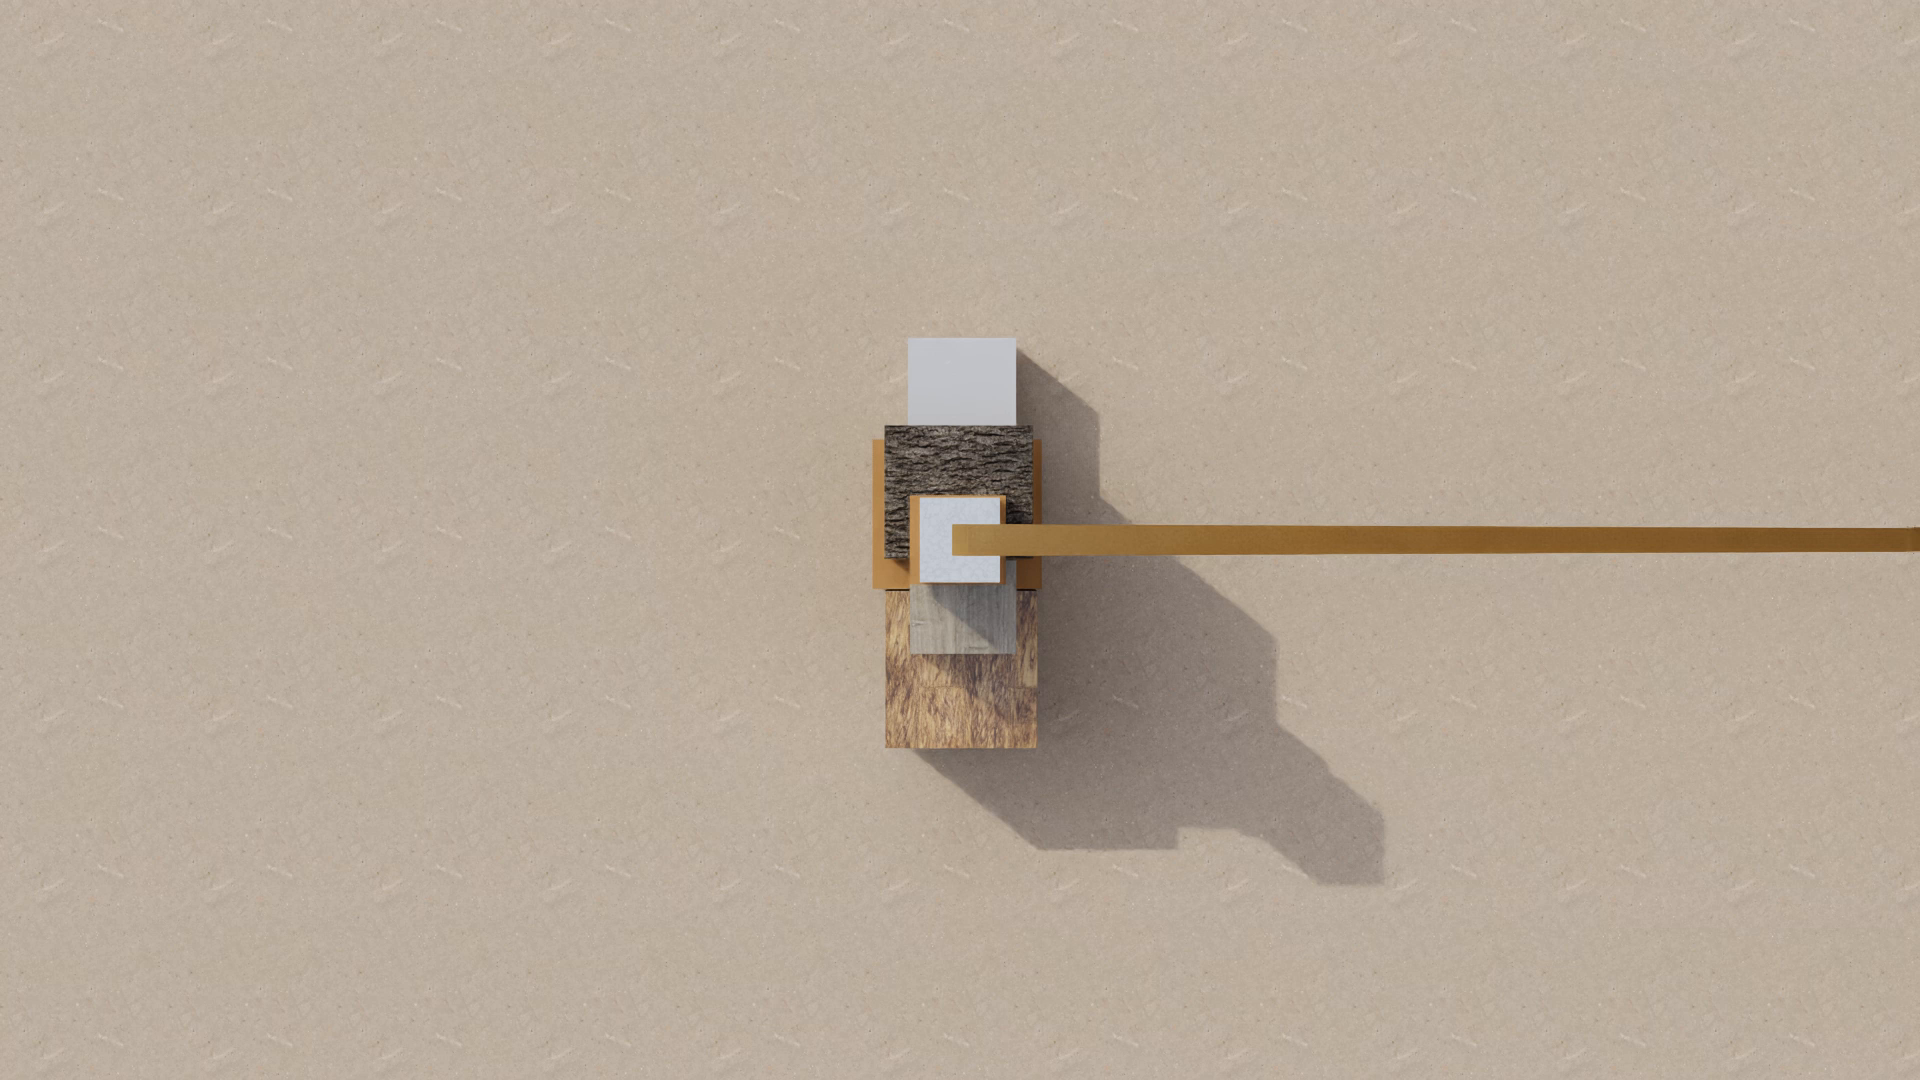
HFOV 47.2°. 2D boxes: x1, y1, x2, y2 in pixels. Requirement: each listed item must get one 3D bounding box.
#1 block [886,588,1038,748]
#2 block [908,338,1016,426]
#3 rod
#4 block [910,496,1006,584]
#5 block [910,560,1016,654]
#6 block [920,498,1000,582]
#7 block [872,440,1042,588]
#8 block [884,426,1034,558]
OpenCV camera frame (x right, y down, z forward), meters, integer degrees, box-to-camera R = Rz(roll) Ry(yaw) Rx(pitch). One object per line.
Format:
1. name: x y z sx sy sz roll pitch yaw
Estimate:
1. block: 0.008 0.713 12.551 0.836 0.898 0.866 0 90 0
2. block: 0.012 -0.855 12.738 0.613 0.524 0.582 0 90 0
3. rod: 2.234 0.000 6.890 5.200 0.080 0.080 0 90 -31
4. block: -0.011 0.000 11.222 0.479 0.474 0.444 0 90 0
5. block: 0.016 0.352 11.827 0.560 0.550 0.491 0 90 0
6. block: -0.001 0.000 10.792 0.386 0.386 0.409 0 90 0
7. block: -0.016 -0.142 12.559 0.931 0.883 0.824 0 90 0
8. block: -0.006 -0.251 11.788 0.774 0.658 0.694 0 90 0
